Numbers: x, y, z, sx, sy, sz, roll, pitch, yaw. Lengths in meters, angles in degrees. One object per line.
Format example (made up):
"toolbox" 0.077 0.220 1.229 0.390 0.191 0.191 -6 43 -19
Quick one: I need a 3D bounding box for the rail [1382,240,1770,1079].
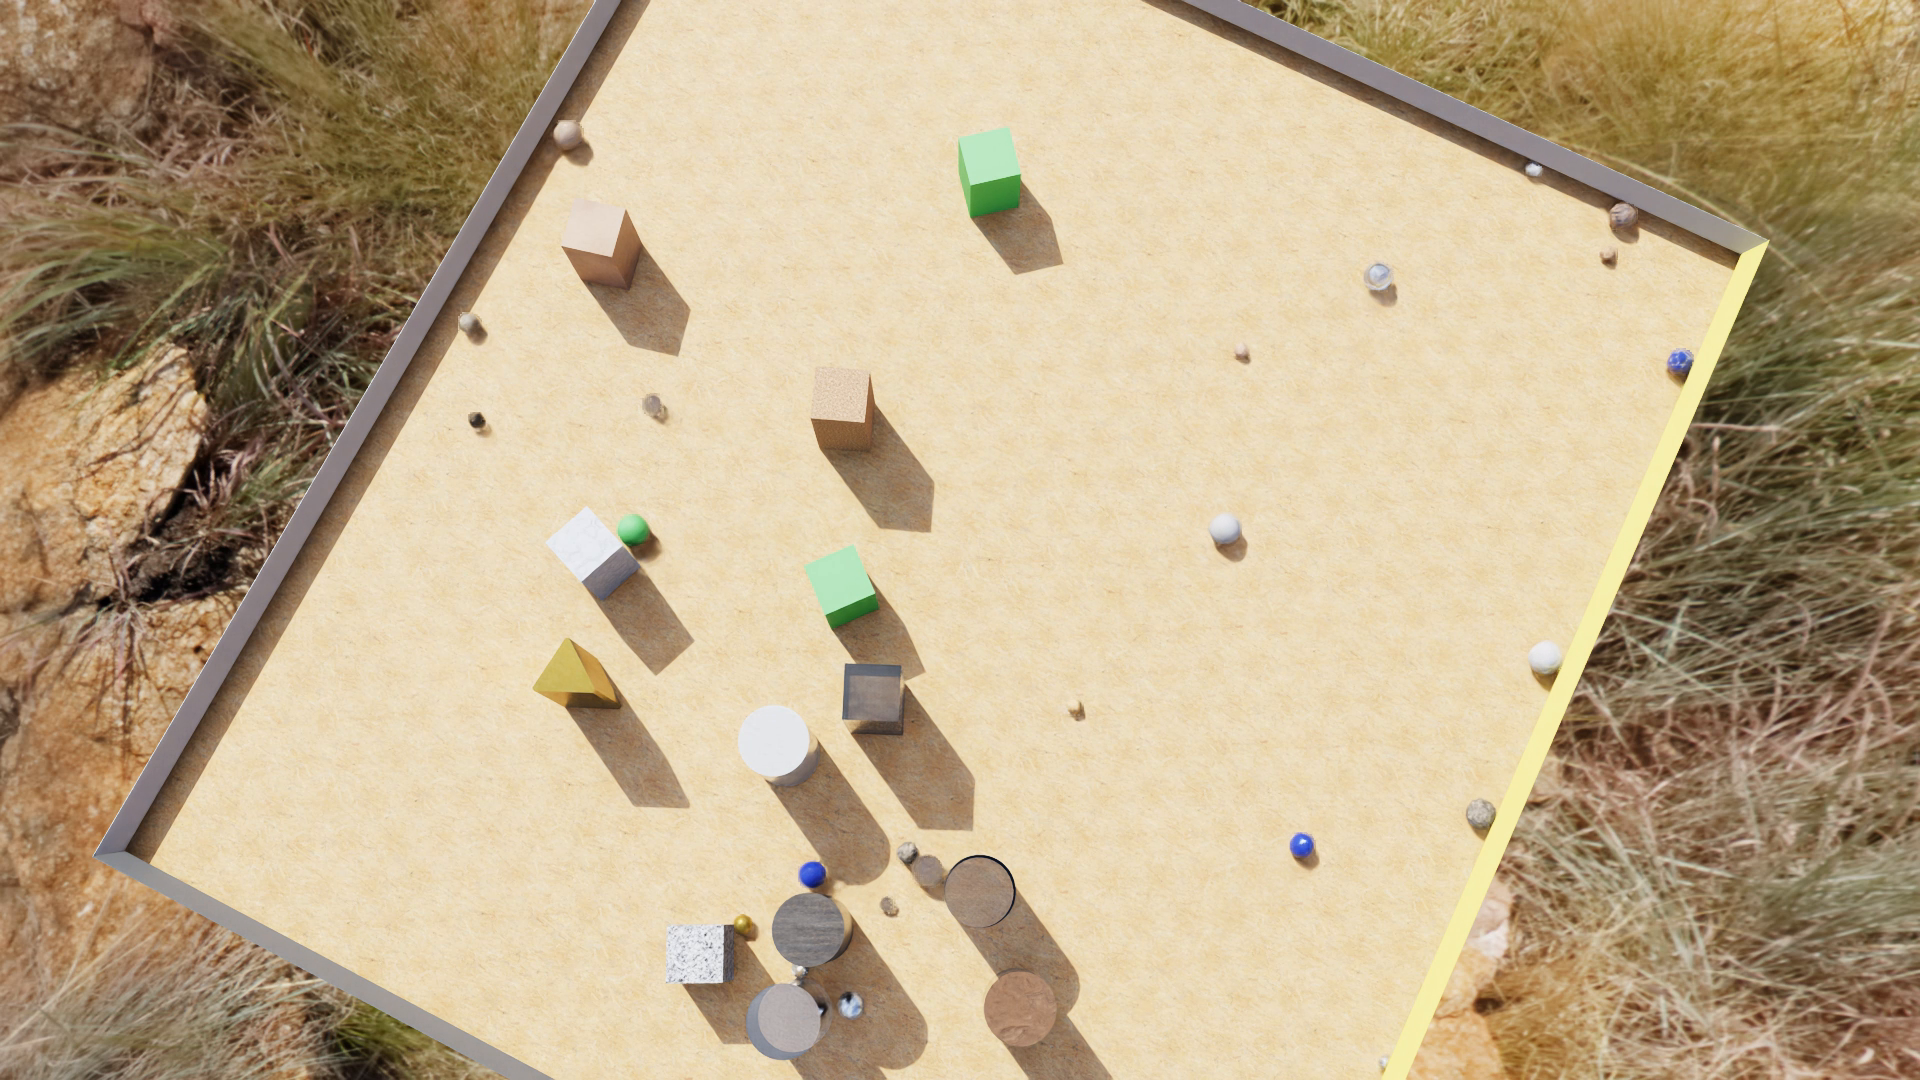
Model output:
"rail" 1.609 0.795 5.385 0.045 0.129 3.927 26 80 5

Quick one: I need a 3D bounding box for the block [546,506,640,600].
"block" -1.085 0.043 5.444 0.159 0.320 0.159 -42 81 -8

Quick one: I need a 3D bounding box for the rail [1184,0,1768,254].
"rail" 0.868 -1.692 5.900 3.645 0.129 0.045 26 80 5

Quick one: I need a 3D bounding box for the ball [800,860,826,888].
"ball" -0.432 0.980 5.373 0.079 0.079 0.079 0 78 0

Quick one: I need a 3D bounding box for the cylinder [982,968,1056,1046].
"cylinder" 0.164 1.311 5.159 0.199 0.365 0.199 0 78 0

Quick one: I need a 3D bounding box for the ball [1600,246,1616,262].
"ball" 2.043 -0.902 5.779 0.047 0.047 0.047 0 78 0

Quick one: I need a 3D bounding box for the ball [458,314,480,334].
"ball" -1.533 -0.676 5.725 0.062 0.062 0.062 0 78 0

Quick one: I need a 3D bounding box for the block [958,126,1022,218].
"block" 0.091 -1.145 5.718 0.159 0.265 0.159 -13 79 -3

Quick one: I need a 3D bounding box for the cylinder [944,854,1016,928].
"cylinder" 0.055 1.003 5.221 0.199 0.368 0.199 0 78 0

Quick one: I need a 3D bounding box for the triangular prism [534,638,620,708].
"triangular prism" -1.104 0.388 5.328 0.172 0.408 0.149 2 78 0

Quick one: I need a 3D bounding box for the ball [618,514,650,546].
"ball" -0.993 -0.028 5.574 0.096 0.096 0.096 0 78 0

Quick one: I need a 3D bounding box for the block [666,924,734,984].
"block" -0.741 1.182 5.244 0.159 0.249 0.159 -1 78 0

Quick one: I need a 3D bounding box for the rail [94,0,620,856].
"rail" -1.609 -0.781 5.711 0.045 0.129 3.927 26 80 5

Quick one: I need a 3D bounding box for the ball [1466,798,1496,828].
"ball" 1.536 0.806 5.405 0.087 0.087 0.087 0 78 0

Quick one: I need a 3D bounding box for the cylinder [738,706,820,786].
"cylinder" -0.518 0.598 5.289 0.199 0.400 0.199 0 78 0

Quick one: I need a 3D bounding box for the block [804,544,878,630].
"block" -0.350 0.142 5.450 0.159 0.269 0.159 -23 79 -5

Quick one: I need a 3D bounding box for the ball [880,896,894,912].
"ball" -0.213 1.068 5.373 0.044 0.044 0.044 0 78 0

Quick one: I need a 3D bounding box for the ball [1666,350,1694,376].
"ball" 2.235 -0.550 5.691 0.078 0.078 0.078 0 78 0

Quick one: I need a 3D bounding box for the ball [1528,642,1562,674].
"ball" 1.754 0.355 5.492 0.099 0.099 0.099 0 78 0

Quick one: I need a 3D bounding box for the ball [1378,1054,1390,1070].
"ball" 1.227 1.506 5.283 0.043 0.043 0.043 0 78 0

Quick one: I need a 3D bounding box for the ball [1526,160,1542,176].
"ball" 1.827 -1.183 5.836 0.051 0.051 0.051 0 78 0

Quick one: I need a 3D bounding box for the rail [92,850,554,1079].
"rail" -0.868 1.706 5.197 3.645 0.129 0.045 26 80 5

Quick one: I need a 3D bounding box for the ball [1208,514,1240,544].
"ball" 0.804 -0.033 5.575 0.095 0.095 0.095 0 78 0

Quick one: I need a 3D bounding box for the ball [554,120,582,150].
"ball" -1.250 -1.289 5.837 0.091 0.091 0.091 0 78 0

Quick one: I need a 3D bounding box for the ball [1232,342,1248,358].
"ball" 0.874 -0.594 5.716 0.047 0.047 0.047 0 78 0

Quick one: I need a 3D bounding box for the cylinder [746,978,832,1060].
"cylinder" -0.469 1.327 5.098 0.199 0.477 0.199 0 78 0

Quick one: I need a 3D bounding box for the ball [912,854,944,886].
"ball" -0.096 0.967 5.369 0.093 0.093 0.093 0 78 0

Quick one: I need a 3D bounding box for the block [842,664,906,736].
"block" -0.247 0.466 5.320 0.159 0.392 0.159 2 78 0

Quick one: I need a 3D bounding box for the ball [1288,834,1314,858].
"ball" 1.004 0.900 5.394 0.071 0.071 0.071 0 78 0

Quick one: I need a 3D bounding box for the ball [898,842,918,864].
"ball" -0.153 0.921 5.394 0.062 0.062 0.062 0 78 0

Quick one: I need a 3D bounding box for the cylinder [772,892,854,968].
"cylinder" -0.412 1.100 5.178 0.199 0.414 0.199 0 78 0

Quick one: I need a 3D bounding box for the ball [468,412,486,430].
"ball" -1.494 -0.368 5.667 0.050 0.050 0.050 0 78 0

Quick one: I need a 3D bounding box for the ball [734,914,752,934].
"ball" -0.635 1.122 5.356 0.056 0.056 0.056 0 78 0

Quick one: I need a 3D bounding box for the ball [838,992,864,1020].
"ball" -0.315 1.345 5.298 0.079 0.079 0.079 0 78 0

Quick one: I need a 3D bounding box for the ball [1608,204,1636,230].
"ball" 2.091 -1.022 5.786 0.082 0.082 0.082 0 78 0

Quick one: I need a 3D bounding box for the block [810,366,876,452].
"block" -0.350 -0.390 5.518 0.159 0.351 0.159 5 78 1

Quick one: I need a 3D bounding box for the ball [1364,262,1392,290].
"ball" 1.310 -0.826 5.742 0.088 0.088 0.088 0 78 0

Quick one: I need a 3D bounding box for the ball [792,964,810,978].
"ball" -0.465 1.248 5.332 0.052 0.052 0.052 0 78 0

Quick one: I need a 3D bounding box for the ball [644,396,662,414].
"ball" -0.951 -0.419 5.673 0.059 0.059 0.059 0 78 0

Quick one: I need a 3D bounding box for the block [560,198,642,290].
"block" -1.102 -0.910 5.652 0.159 0.300 0.159 13 79 3

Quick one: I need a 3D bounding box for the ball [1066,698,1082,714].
"ball" 0.341 0.497 5.490 0.046 0.046 0.046 0 78 0
